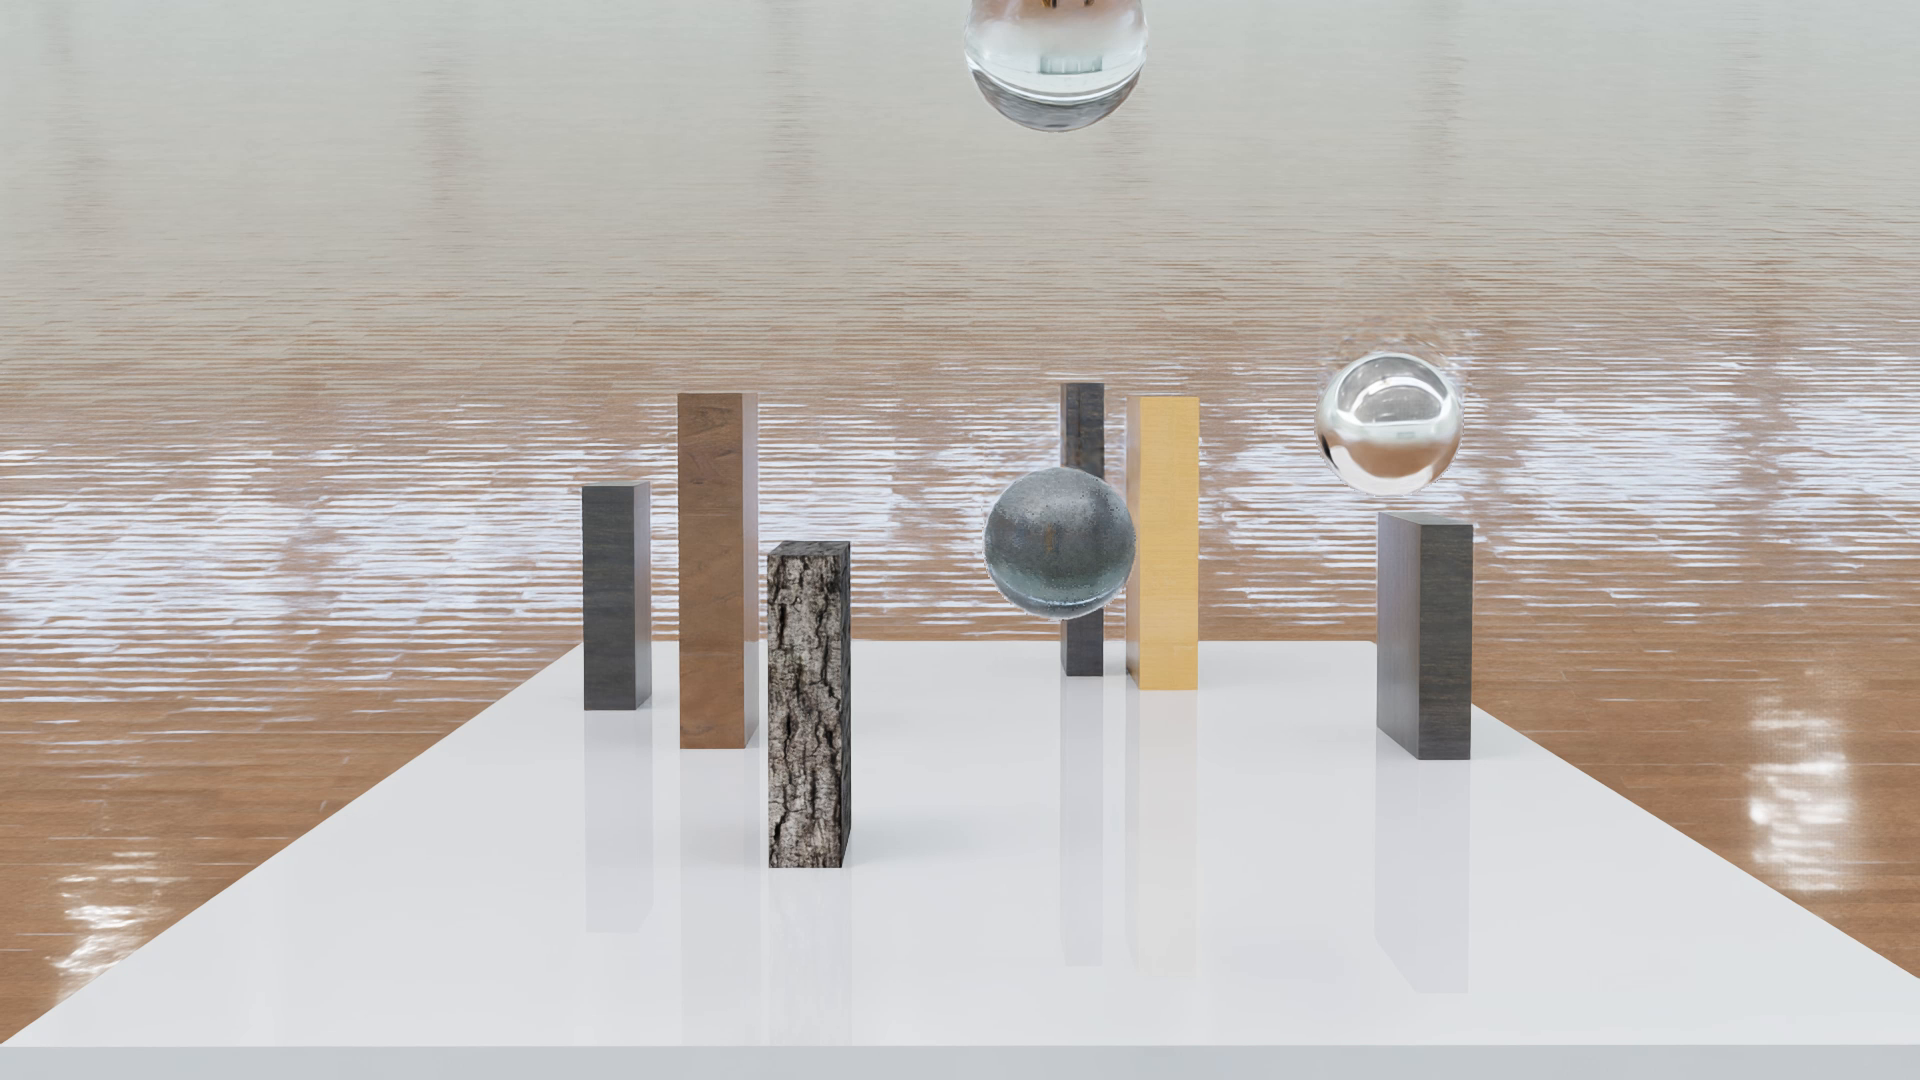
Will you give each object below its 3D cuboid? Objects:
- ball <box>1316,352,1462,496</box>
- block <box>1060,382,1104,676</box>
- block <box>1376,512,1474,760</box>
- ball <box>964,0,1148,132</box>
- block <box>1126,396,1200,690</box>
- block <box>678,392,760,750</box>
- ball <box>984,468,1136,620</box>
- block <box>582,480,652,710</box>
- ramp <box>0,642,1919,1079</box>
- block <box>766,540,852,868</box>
[{"bbox_3d":[0.414,-0.112,2.475,0.139,0.139,0.139,0,20,0],"label":"ball"},{"bbox_3d":[0.279,-0.033,5.892,0.082,0.656,0.344,0,3,0],"label":"block"},{"bbox_3d":[0.840,0.164,4.668,0.091,0.410,0.445,0,3,0],"label":"block"},{"bbox_3d":[0.085,-0.441,2.260,0.162,0.162,0.162,0,20,0],"label":"ball"},{"bbox_3d":[0.444,-0.004,5.681,0.124,0.624,0.443,0,3,0],"label":"block"},{"bbox_3d":[-0.444,0.046,4.754,0.116,0.636,0.350,0,3,0],"label":"block"},{"bbox_3d":[0.110,0.004,2.833,0.168,0.168,0.168,0,20,0],"label":"ball"},{"bbox_3d":[-0.702,0.109,5.269,0.104,0.450,0.277,0,3,0],"label":"block"},{"bbox_3d":[0.047,0.428,4.533,2.000,0.100,4.000,0,3,0],"label":"ramp"},{"bbox_3d":[-0.209,0.222,3.616,0.099,0.423,0.329,0,3,0],"label":"block"}]
